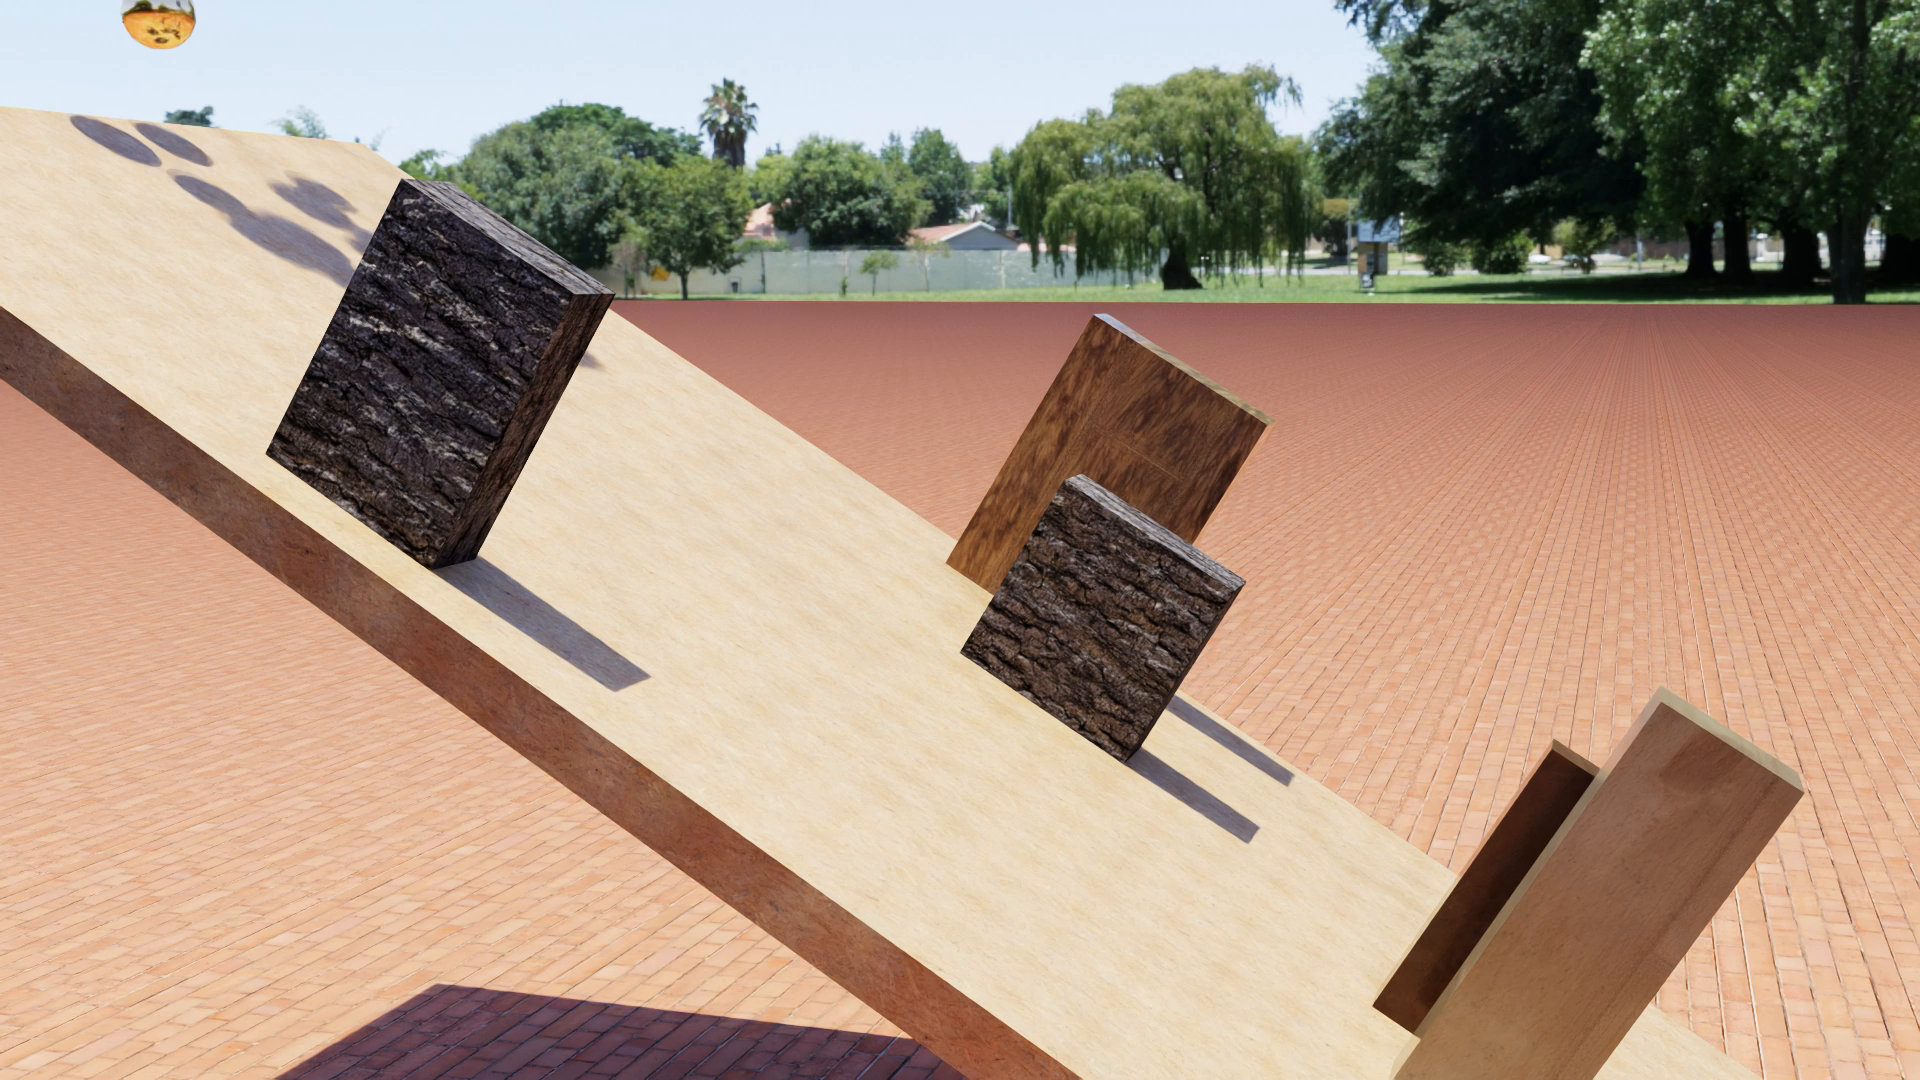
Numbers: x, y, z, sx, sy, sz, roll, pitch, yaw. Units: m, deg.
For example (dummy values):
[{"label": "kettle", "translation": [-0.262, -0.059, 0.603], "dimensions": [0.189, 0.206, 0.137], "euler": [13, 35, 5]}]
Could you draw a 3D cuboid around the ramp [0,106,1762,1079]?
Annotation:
[{"label": "ramp", "translation": [-0.162, 0.267, 4.117], "dimensions": [4.000, 0.100, 2.000], "euler": [34, 15, 11]}]

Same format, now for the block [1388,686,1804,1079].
[{"label": "block", "translation": [0.999, 0.626, 3.493], "dimensions": [0.246, 0.772, 0.143], "euler": [34, 15, 11]}]

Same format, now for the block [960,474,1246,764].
[{"label": "block", "translation": [0.282, 0.153, 4.353], "dimensions": [0.393, 0.411, 0.145], "euler": [34, 15, 11]}]

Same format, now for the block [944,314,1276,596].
[{"label": "block", "translation": [0.326, -0.103, 4.814], "dimensions": [0.443, 0.644, 0.125], "euler": [34, 15, 11]}]

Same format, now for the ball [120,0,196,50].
[{"label": "ball", "translation": [-1.663, -1.092, 4.565], "dimensions": [0.148, 0.148, 0.148], "euler": [0, 7, 0]}]

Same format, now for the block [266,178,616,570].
[{"label": "block", "translation": [-0.805, -0.256, 3.400], "dimensions": [0.332, 0.493, 0.139], "euler": [34, 15, 11]}]

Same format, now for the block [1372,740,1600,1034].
[{"label": "block", "translation": [1.020, 0.677, 3.786], "dimensions": [0.361, 0.558, 0.090], "euler": [34, 15, 11]}]
